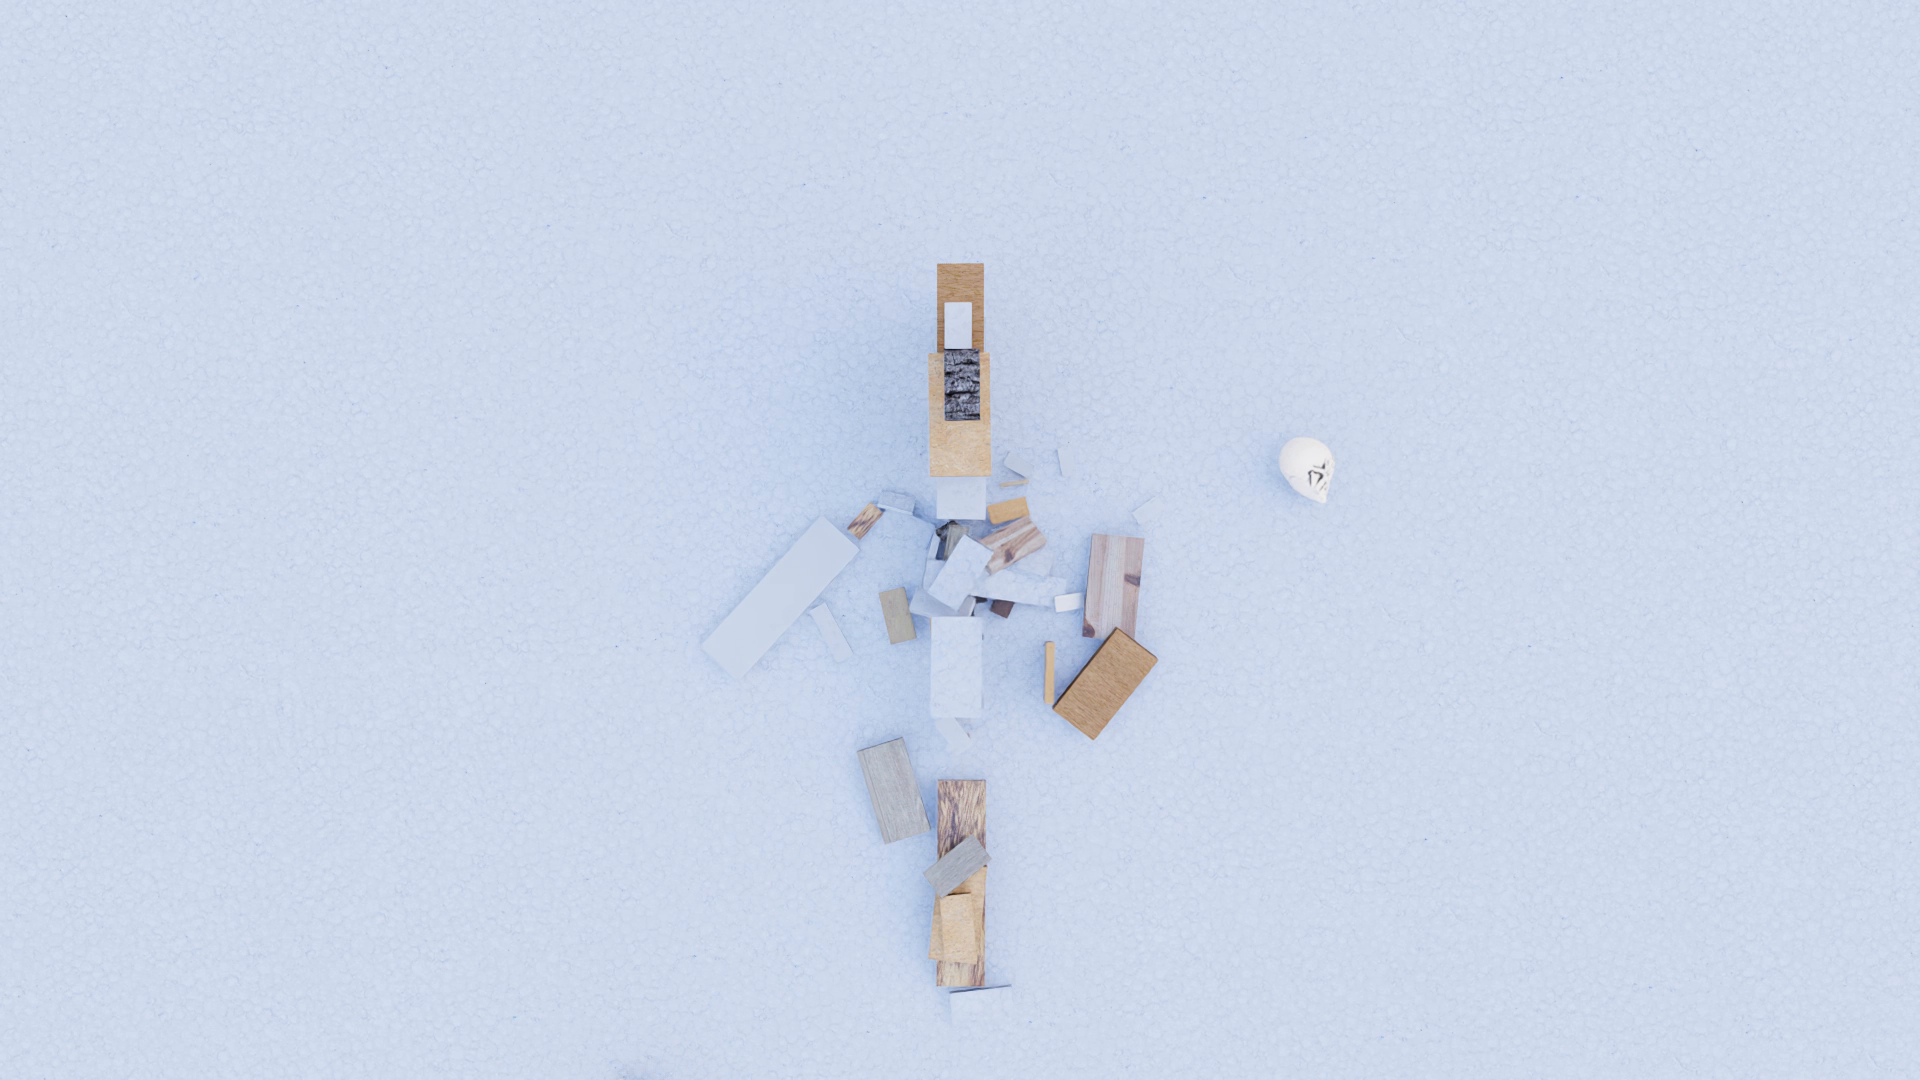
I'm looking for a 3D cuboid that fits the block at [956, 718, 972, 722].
[{"bbox_3d":[0.005,0.586,5.436,0.064,0.128,0.018,0,89,0],"label":"block"}]

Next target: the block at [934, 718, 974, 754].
[{"bbox_3d":[-0.020,0.629,5.363,0.064,0.018,0.128,-36,90,0],"label":"block"}]

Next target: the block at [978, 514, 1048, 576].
[{"bbox_3d":[0.161,0.016,5.422,0.228,0.032,0.114,-28,70,-24],"label":"block"}]

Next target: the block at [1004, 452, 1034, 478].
[{"bbox_3d":[0.196,-0.249,5.493,0.096,0.014,0.048,29,90,0],"label":"block"}]

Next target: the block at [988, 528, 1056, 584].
[{"bbox_3d":[0.193,0.052,5.453,0.228,0.032,0.114,20,54,0],"label":"block"}]

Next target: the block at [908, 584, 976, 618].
[{"bbox_3d":[-0.058,0.214,5.438,0.199,0.028,0.099,14,61,16],"label":"block"}]

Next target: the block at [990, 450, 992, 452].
[{"bbox_3d":[0.005,-0.235,4.966,0.176,0.375,0.050,0,90,0],"label":"block"}]

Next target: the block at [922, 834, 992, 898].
[{"bbox_3d":[-0.009,1.067,5.393,0.208,0.029,0.104,-36,78,-11],"label":"block"}]

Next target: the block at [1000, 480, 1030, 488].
[{"bbox_3d":[0.180,-0.188,5.476,0.096,0.048,0.014,-9,90,0],"label":"block"}]

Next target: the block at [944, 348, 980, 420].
[{"bbox_3d":[0.006,-0.426,4.519,0.098,0.028,0.195,-1,90,0],"label":"block"}]

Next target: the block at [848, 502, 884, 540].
[{"bbox_3d":[-0.316,-0.063,5.492,0.059,0.017,0.119,41,89,1],"label":"block"}]

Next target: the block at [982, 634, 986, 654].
[{"bbox_3d":[0.002,0.344,5.343,0.157,0.314,0.044,-6,90,0],"label":"block"}]

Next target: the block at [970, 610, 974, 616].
[{"bbox_3d":[0.012,0.263,5.439,0.073,0.146,0.021,-6,132,0],"label":"block"}]

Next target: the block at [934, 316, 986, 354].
[{"bbox_3d":[0.001,-0.532,5.154,0.162,0.046,0.323,0,90,0],"label":"block"}]

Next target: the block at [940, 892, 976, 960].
[{"bbox_3d":[-0.006,1.262,5.395,0.104,0.029,0.208,-5,90,0],"label":"block"}]

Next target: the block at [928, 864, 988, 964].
[{"bbox_3d":[-0.007,1.224,5.432,0.160,0.045,0.320,6,90,0],"label":"block"}]

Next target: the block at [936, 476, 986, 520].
[{"bbox_3d":[0.006,-0.217,5.175,0.152,0.043,0.303,1,90,0],"label":"block"}]

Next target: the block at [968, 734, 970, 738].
[{"bbox_3d":[0.002,0.661,5.436,0.064,0.128,0.018,-14,90,0],"label":"block"}]

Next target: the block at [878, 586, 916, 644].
[{"bbox_3d":[-0.208,0.252,5.488,0.088,0.025,0.176,-14,90,0],"label":"block"}]

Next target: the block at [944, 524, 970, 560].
[{"bbox_3d":[-0.013,0.013,5.380,0.065,0.018,0.131,9,122,-3],"label":"block"}]

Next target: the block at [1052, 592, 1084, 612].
[{"bbox_3d":[0.361,0.206,5.471,0.104,0.015,0.052,-8,97,-21],"label":"block"}]

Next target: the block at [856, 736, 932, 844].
[{"bbox_3d":[-0.220,0.832,5.477,0.160,0.045,0.320,-17,90,0],"label":"block"}]

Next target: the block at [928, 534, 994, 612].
[{"bbox_3d":[0.002,0.104,5.350,0.114,0.032,0.228,32,100,-1],"label":"block"}]

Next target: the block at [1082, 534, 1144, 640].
[{"bbox_3d":[0.508,0.158,5.476,0.172,0.049,0.344,6,90,0],"label":"block"}]

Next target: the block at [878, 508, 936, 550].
[{"bbox_3d":[-0.177,-0.041,5.488,0.176,0.025,0.088,23,90,0],"label":"block"}]

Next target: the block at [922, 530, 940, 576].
[{"bbox_3d":[-0.093,0.055,5.456,0.025,0.088,0.176,15,90,0],"label":"block"}]

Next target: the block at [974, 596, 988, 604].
[{"bbox_3d":[0.044,0.140,5.476,0.073,0.021,0.146,-10,79,0],"label":"block"}]

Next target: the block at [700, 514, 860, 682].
[{"bbox_3d":[-0.595,0.193,5.476,0.172,0.049,0.595,43,90,0],"label":"block"}]

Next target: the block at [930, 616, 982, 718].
[{"bbox_3d":[-0.012,0.396,5.164,0.157,0.044,0.314,1,90,0],"label":"block"}]

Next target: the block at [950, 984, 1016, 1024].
[{"bbox_3d":[0.074,1.545,5.485,0.208,0.029,0.104,-7,90,0],"label":"block"}]

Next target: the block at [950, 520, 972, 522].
[{"bbox_3d":[0.002,-0.060,5.427,0.074,0.148,0.021,1,69,0],"label":"block"}]

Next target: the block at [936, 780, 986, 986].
[{"bbox_3d":[0.004,1.137,5.477,0.160,0.045,0.678,0,90,0],"label":"block"}]

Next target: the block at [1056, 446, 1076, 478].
[{"bbox_3d":[0.356,-0.261,5.493,0.048,0.014,0.096,-11,90,0],"label":"block"}]

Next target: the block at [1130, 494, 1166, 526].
[{"bbox_3d":[0.628,-0.099,5.493,0.104,0.015,0.052,-35,90,0],"label":"block"}]

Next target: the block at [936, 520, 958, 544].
[{"bbox_3d":[-0.007,0.003,5.413,0.074,0.021,0.149,-28,126,23],"label":"block"}]

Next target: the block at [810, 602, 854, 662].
[{"bbox_3d":[-0.427,0.308,5.492,0.059,0.017,0.198,-29,90,0],"label":"block"}]

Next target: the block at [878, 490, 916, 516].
[{"bbox_3d":[-0.209,-0.125,5.476,0.119,0.017,0.059,15,56,0],"label":"block"}]

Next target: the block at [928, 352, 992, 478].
[{"bbox_3d":[-0.001,-0.360,4.753,0.176,0.050,0.353,-1,90,0],"label":"block"}]

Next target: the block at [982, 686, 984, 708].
[{"bbox_3d":[-0.002,0.509,5.343,0.157,0.314,0.044,0,90,0],"label":"block"}]

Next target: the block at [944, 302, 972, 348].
[{"bbox_3d":[-0.005,-0.593,4.656,0.076,0.021,0.151,0,90,0],"label":"block"}]

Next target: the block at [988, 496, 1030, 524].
[{"bbox_3d":[0.161,-0.098,5.491,0.131,0.018,0.065,-14,90,0],"label":"block"}]

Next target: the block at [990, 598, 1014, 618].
[{"bbox_3d":[0.155,0.189,5.491,0.065,0.018,0.131,25,90,0],"label":"block"}]

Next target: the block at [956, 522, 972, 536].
[{"bbox_3d":[0.002,0.004,5.443,0.074,0.021,0.149,0,132,0],"label":"block"}]

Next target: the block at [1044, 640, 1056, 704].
[{"bbox_3d":[0.295,0.436,5.450,0.028,0.099,0.199,1,90,0],"label":"block"}]

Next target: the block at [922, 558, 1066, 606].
[{"bbox_3d":[0.114,0.143,5.439,0.475,0.028,0.099,8,91,-11],"label":"block"}]

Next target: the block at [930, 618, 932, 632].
[{"bbox_3d":[-0.066,0.254,5.490,0.073,0.021,0.146,-7,90,0],"label":"block"}]

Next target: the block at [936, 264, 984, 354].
[{"bbox_3d":[0.001,-0.671,4.837,0.137,0.039,0.275,0,90,0],"label":"block"}]

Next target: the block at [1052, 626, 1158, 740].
[{"bbox_3d":[0.479,0.475,5.448,0.172,0.049,0.344,37,97,-4],"label":"block"}]
